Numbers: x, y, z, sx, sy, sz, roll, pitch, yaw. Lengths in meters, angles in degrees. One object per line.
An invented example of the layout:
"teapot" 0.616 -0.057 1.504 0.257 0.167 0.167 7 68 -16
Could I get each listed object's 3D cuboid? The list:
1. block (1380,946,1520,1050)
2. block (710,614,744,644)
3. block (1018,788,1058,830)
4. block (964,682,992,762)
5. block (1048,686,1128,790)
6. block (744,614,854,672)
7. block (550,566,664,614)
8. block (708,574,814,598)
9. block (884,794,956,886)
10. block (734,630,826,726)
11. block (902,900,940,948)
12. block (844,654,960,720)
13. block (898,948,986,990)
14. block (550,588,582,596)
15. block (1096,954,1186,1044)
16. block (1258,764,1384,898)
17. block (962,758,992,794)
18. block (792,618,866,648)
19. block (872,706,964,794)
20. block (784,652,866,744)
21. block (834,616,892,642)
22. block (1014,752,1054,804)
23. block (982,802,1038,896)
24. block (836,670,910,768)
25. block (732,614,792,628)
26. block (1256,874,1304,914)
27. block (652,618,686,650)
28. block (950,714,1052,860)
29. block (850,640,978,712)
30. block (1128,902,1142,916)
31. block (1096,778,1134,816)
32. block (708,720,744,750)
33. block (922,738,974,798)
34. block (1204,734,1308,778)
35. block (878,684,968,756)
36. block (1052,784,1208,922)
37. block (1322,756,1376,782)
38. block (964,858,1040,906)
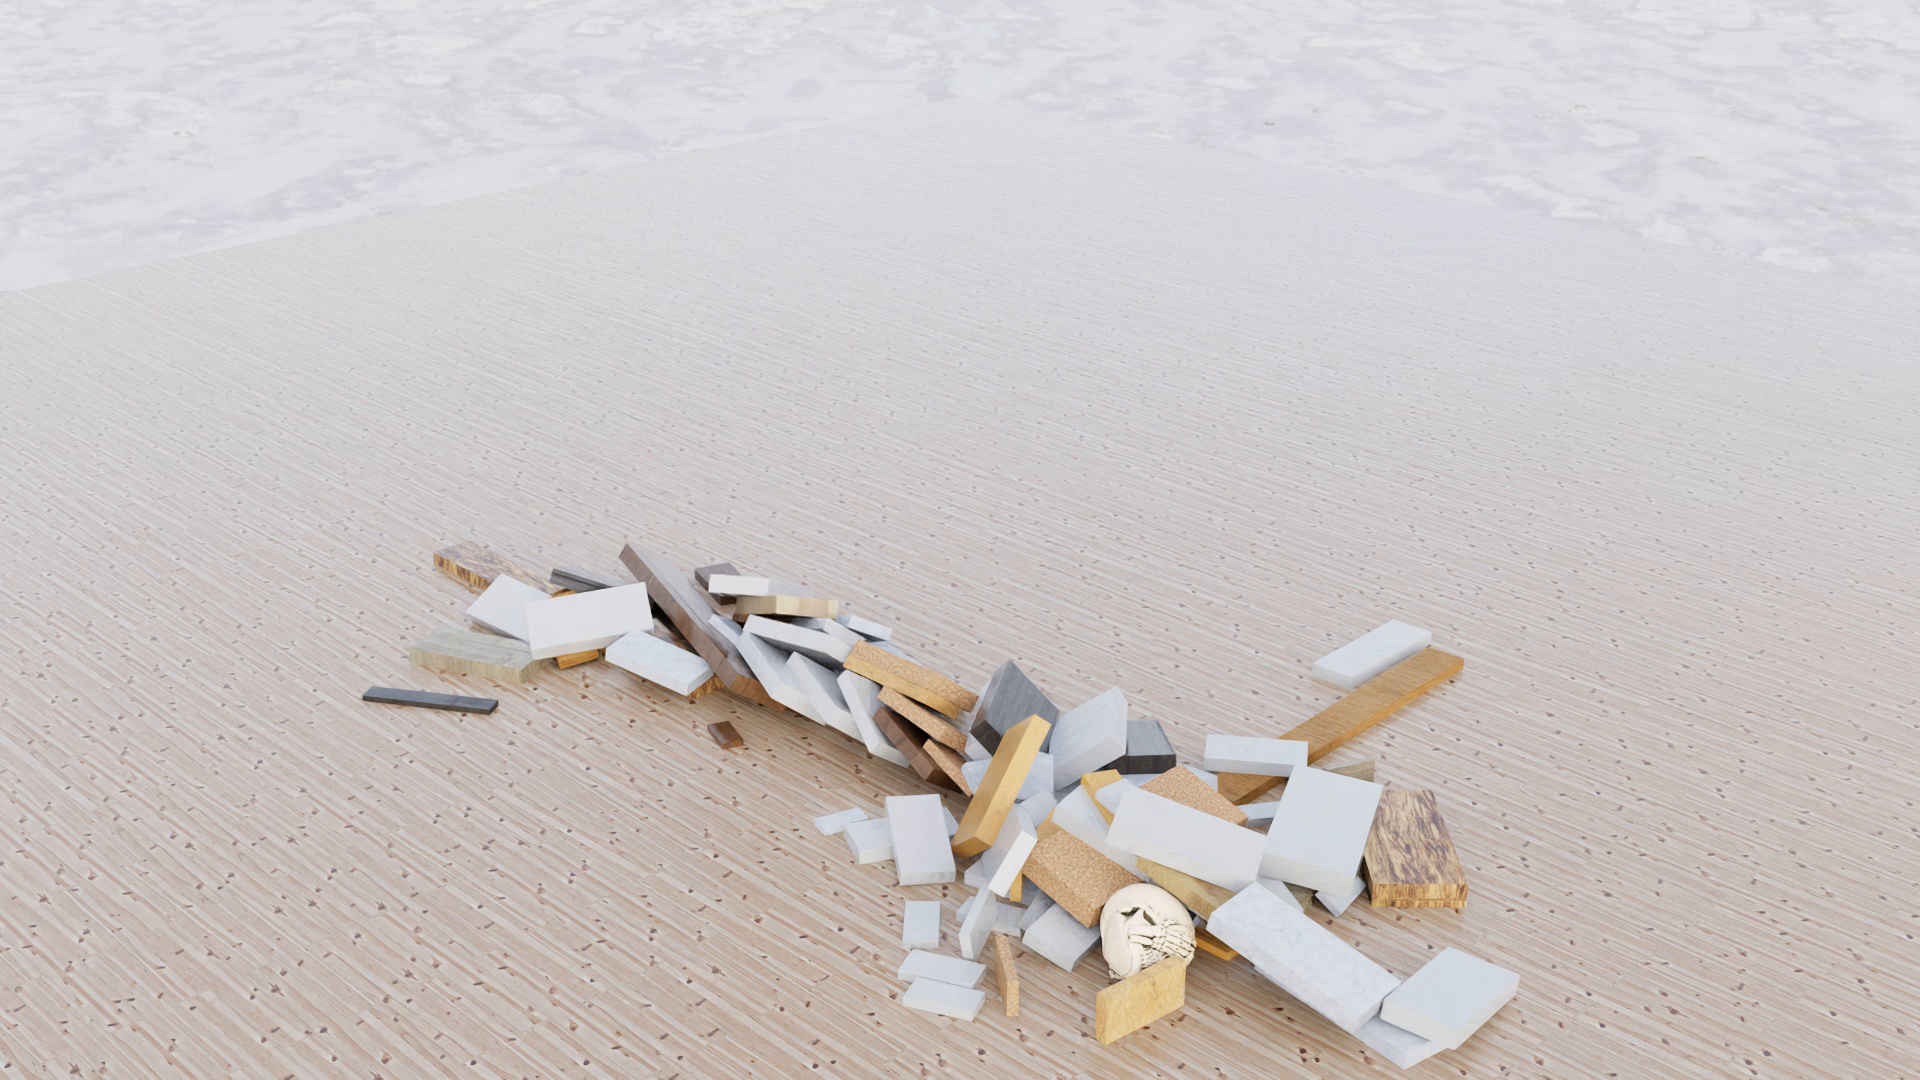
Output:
"block" 0.848 0.788 3.794 0.136 0.039 0.273 19 21 31
"block" -0.509 0.224 5.085 0.076 0.022 0.152 25 8 -48
"block" 0.185 0.574 4.243 0.090 0.025 0.180 -22 68 -42
"block" 0.089 0.413 4.623 0.040 0.141 0.282 -41 12 21
"block" 0.267 0.409 4.578 0.160 0.045 0.320 -30 10 12
"block" -0.341 0.239 4.950 0.293 0.041 0.146 11 -18 45
"block" -0.844 0.120 5.303 0.261 0.037 0.131 17 4 8
"block" -0.472 0.120 5.244 0.148 0.042 0.295 4 -5 17
"block" -0.078 0.582 4.281 0.107 0.030 0.214 -2 37 -10
"block" -0.391 0.304 4.882 0.146 0.041 0.293 31 7 -29
"block" -0.071 0.710 4.063 0.065 0.018 0.130 0 23 1
"block" -0.127 0.318 4.759 0.282 0.029 0.103 20 -9 47
"block" -0.031 0.770 3.920 0.142 0.020 0.071 9 24 20
"block" -0.892 0.168 5.244 0.221 0.031 0.110 20 30 39
"block" 0.311 0.790 3.782 0.184 0.092 0.026 -17 29 -35
"block" 0.697 0.556 4.235 0.178 0.050 0.356 13 26 14
"block" 0.073 0.514 4.409 0.082 0.023 0.165 -6 52 -31
"block" -0.307 0.215 5.051 0.103 0.029 0.206 31 -15 -22
"block" -0.082 0.436 4.565 0.113 0.032 0.226 26 13 -44
"block" -0.270 0.348 4.785 0.146 0.041 0.293 31 7 -31
"block" -0.244 0.205 5.062 0.103 0.029 0.206 20 -11 -21
"block" 0.143 0.478 4.373 0.082 0.023 0.165 13 31 -6
"block" 0.091 0.574 4.096 0.035 0.122 0.245 30 3 -4
"block" -0.178 0.378 4.666 0.113 0.032 0.226 28 23 -40
"block" -0.455 0.205 5.185 0.152 0.076 0.022 5 64 12
"block" 0.544 0.654 4.109 0.109 0.031 0.219 -13 29 -14
"block" -0.711 0.236 5.091 0.093 0.026 0.185 -12 26 -26
"block" 0.077 0.481 4.289 0.040 0.140 0.280 33 63 -10
"block" -0.100 0.293 4.764 0.141 0.040 0.282 32 -8 -39
"block" 0.277 0.635 4.168 0.180 0.025 0.090 36 39 29
"block" 0.327 0.504 4.078 0.073 0.021 0.146 -17 45 -38
"block" -0.507 0.421 4.750 0.049 0.014 0.097 -10 25 -23
"block" 0.001 0.473 4.504 0.165 0.023 0.082 43 12 36
"block" 0.619 0.451 4.593 0.211 0.030 0.105 4 23 9
"block" -0.066 0.380 4.613 0.113 0.032 0.226 32 -2 -42
"block" 0.355 0.567 4.089 0.352 0.040 0.141 31 37 22
"block" 0.801 0.486 4.540 0.116 0.058 0.016 -9 25 -21
"block" 0.108 0.650 4.196 0.180 0.025 0.090 14 27 30
